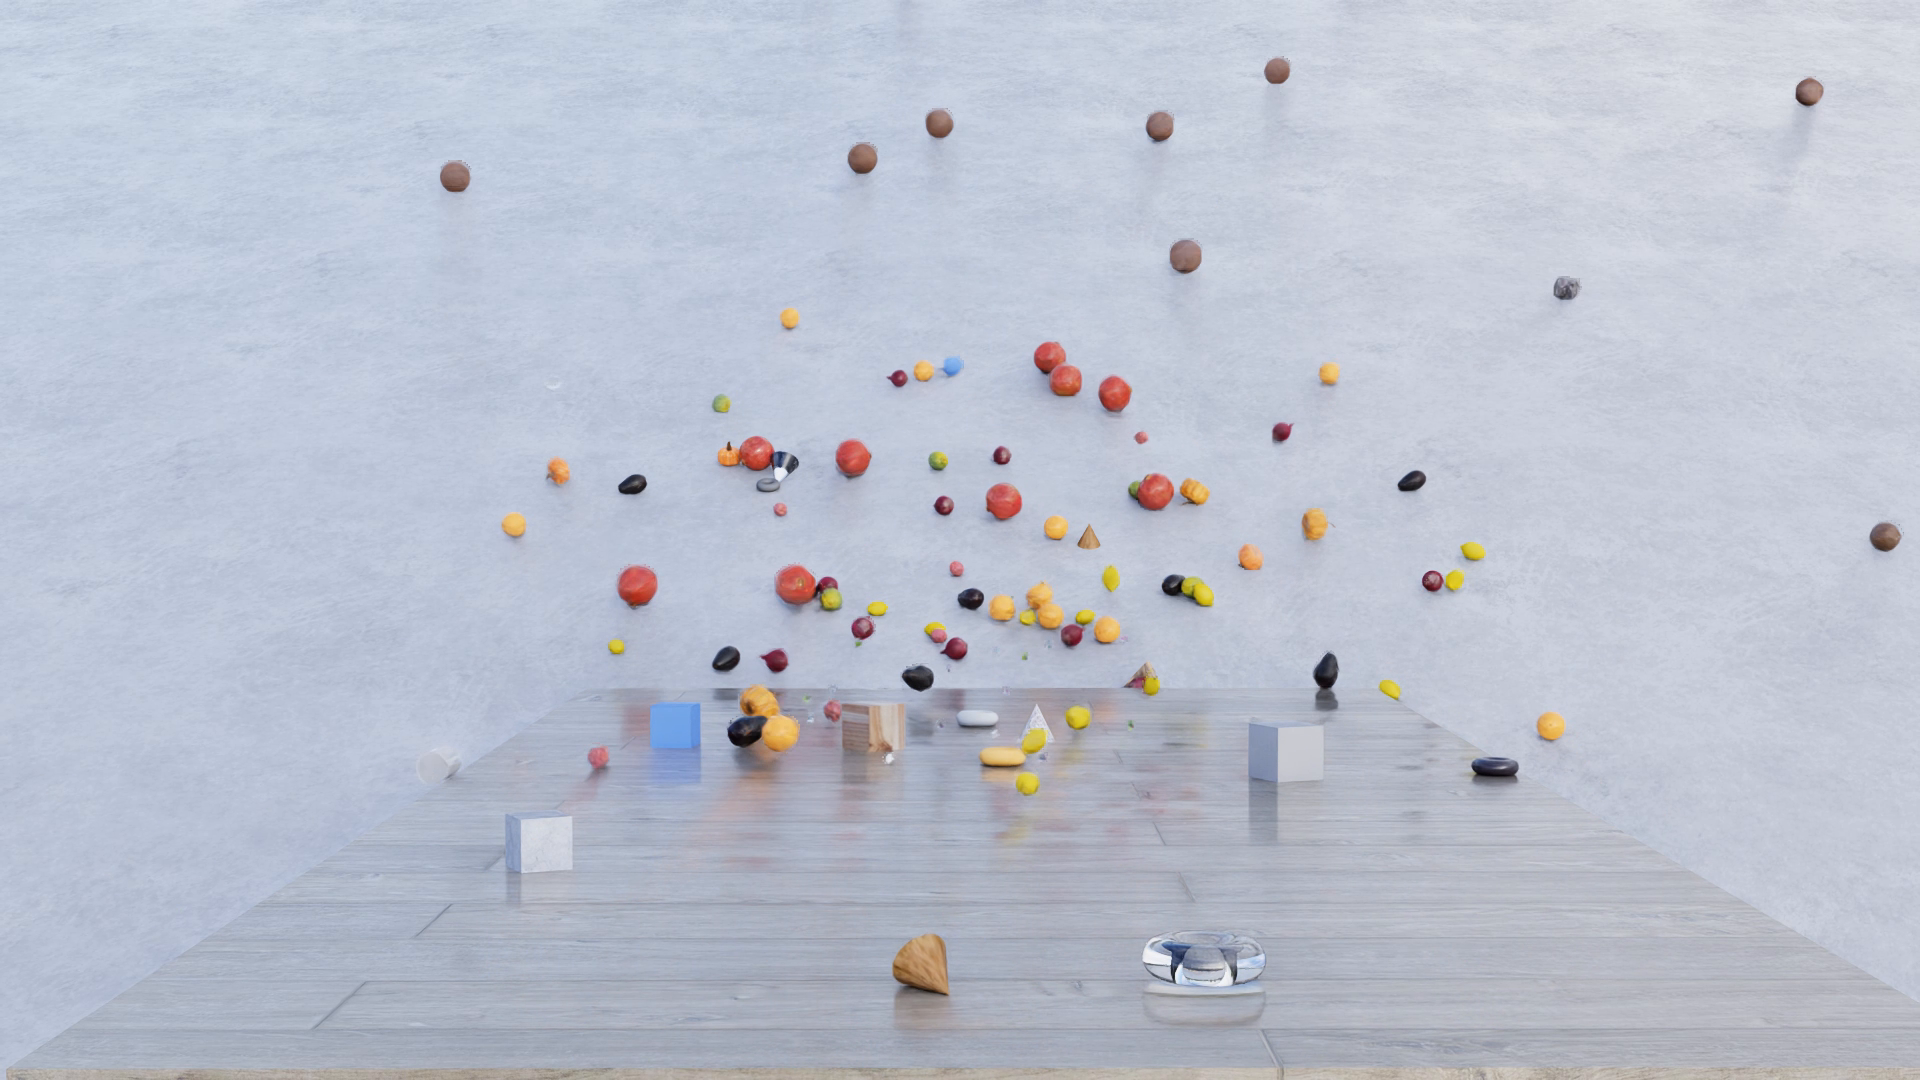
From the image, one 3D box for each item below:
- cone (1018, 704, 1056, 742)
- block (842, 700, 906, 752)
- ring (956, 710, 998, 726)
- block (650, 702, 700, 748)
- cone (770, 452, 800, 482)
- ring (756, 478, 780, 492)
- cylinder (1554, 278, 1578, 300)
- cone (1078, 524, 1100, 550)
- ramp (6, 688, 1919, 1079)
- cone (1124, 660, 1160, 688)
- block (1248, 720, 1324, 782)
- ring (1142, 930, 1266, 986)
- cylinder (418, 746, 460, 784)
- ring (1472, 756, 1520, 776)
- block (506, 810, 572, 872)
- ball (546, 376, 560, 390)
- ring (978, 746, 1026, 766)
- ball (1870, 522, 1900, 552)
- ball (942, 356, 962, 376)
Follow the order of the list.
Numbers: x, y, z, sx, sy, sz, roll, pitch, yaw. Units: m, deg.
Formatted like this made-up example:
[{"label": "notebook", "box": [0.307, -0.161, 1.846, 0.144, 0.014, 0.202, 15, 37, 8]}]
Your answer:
[{"label": "cone", "box": [0.160, 0.380, 5.368, 0.078, 0.078, 0.078, 0, 2, 0]}, {"label": "block", "box": [-0.176, 0.378, 5.244, 0.091, 0.091, 0.091, -2, 3, -40]}, {"label": "ring", "box": [0.038, 0.393, 5.667, 0.093, 0.031, 0.093, 1, 1, 0]}, {"label": "block", "box": [-0.584, 0.380, 5.295, 0.084, 0.084, 0.084, 0, 2, 8]}, {"label": "cone", "box": [-0.559, -0.210, 8.034, 0.095, 0.095, 0.095, 5, 51, 12]}, {"label": "ring", "box": [-0.593, -0.171, 7.967, 0.075, 0.025, 0.075, 0, 23, 0]}, {"label": "cylinder", "box": [2.269, -0.943, 9.641, 0.070, 0.070, 0.070, 16, 29, 31]}, {"label": "cone", "box": [0.380, -0.018, 7.570, 0.068, 0.068, 0.068, 0, 24, 0]}, {"label": "ramp", "box": [0.055, 0.499, 4.546, 2.000, 0.100, 4.000, 0, 2, 0]}, {"label": "cone", "box": [0.465, 0.370, 6.738, 0.085, 0.085, 0.085, -22, 18, 18]}, {"label": "block", "box": [0.603, 0.390, 4.767, 0.100, 0.100, 0.100, -1, 2, -26]}, {"label": "ring", "box": [0.282, 0.482, 2.973, 0.143, 0.048, 0.143, 1, 1, 0]}, {"label": "cylinder", "box": [-0.970, 0.418, 4.795, 0.060, 0.060, 0.060, 5, 8, 11]}, {"label": "ring", "box": [1.002, 0.423, 4.823, 0.088, 0.029, 0.088, 1, 1, 0]}, {"label": "block", "box": [-0.615, 0.439, 3.760, 0.077, 0.077, 0.077, -1, 2, -27]}, {"label": "ball", "box": [-1.382, -0.534, 8.751, 0.050, 0.050, 0.050, 0, 24, 0]}, {"label": "ring", "box": [0.082, 0.418, 4.977, 0.092, 0.031, 0.092, 0, 1, 0]}, {"label": "ball", "box": [2.705, -0.010, 7.531, 0.086, 0.086, 0.086, 0, 24, 0]}, {"label": "ball", "box": [-0.027, -0.599, 8.880, 0.065, 0.065, 0.065, 0, 24, 0]}]
